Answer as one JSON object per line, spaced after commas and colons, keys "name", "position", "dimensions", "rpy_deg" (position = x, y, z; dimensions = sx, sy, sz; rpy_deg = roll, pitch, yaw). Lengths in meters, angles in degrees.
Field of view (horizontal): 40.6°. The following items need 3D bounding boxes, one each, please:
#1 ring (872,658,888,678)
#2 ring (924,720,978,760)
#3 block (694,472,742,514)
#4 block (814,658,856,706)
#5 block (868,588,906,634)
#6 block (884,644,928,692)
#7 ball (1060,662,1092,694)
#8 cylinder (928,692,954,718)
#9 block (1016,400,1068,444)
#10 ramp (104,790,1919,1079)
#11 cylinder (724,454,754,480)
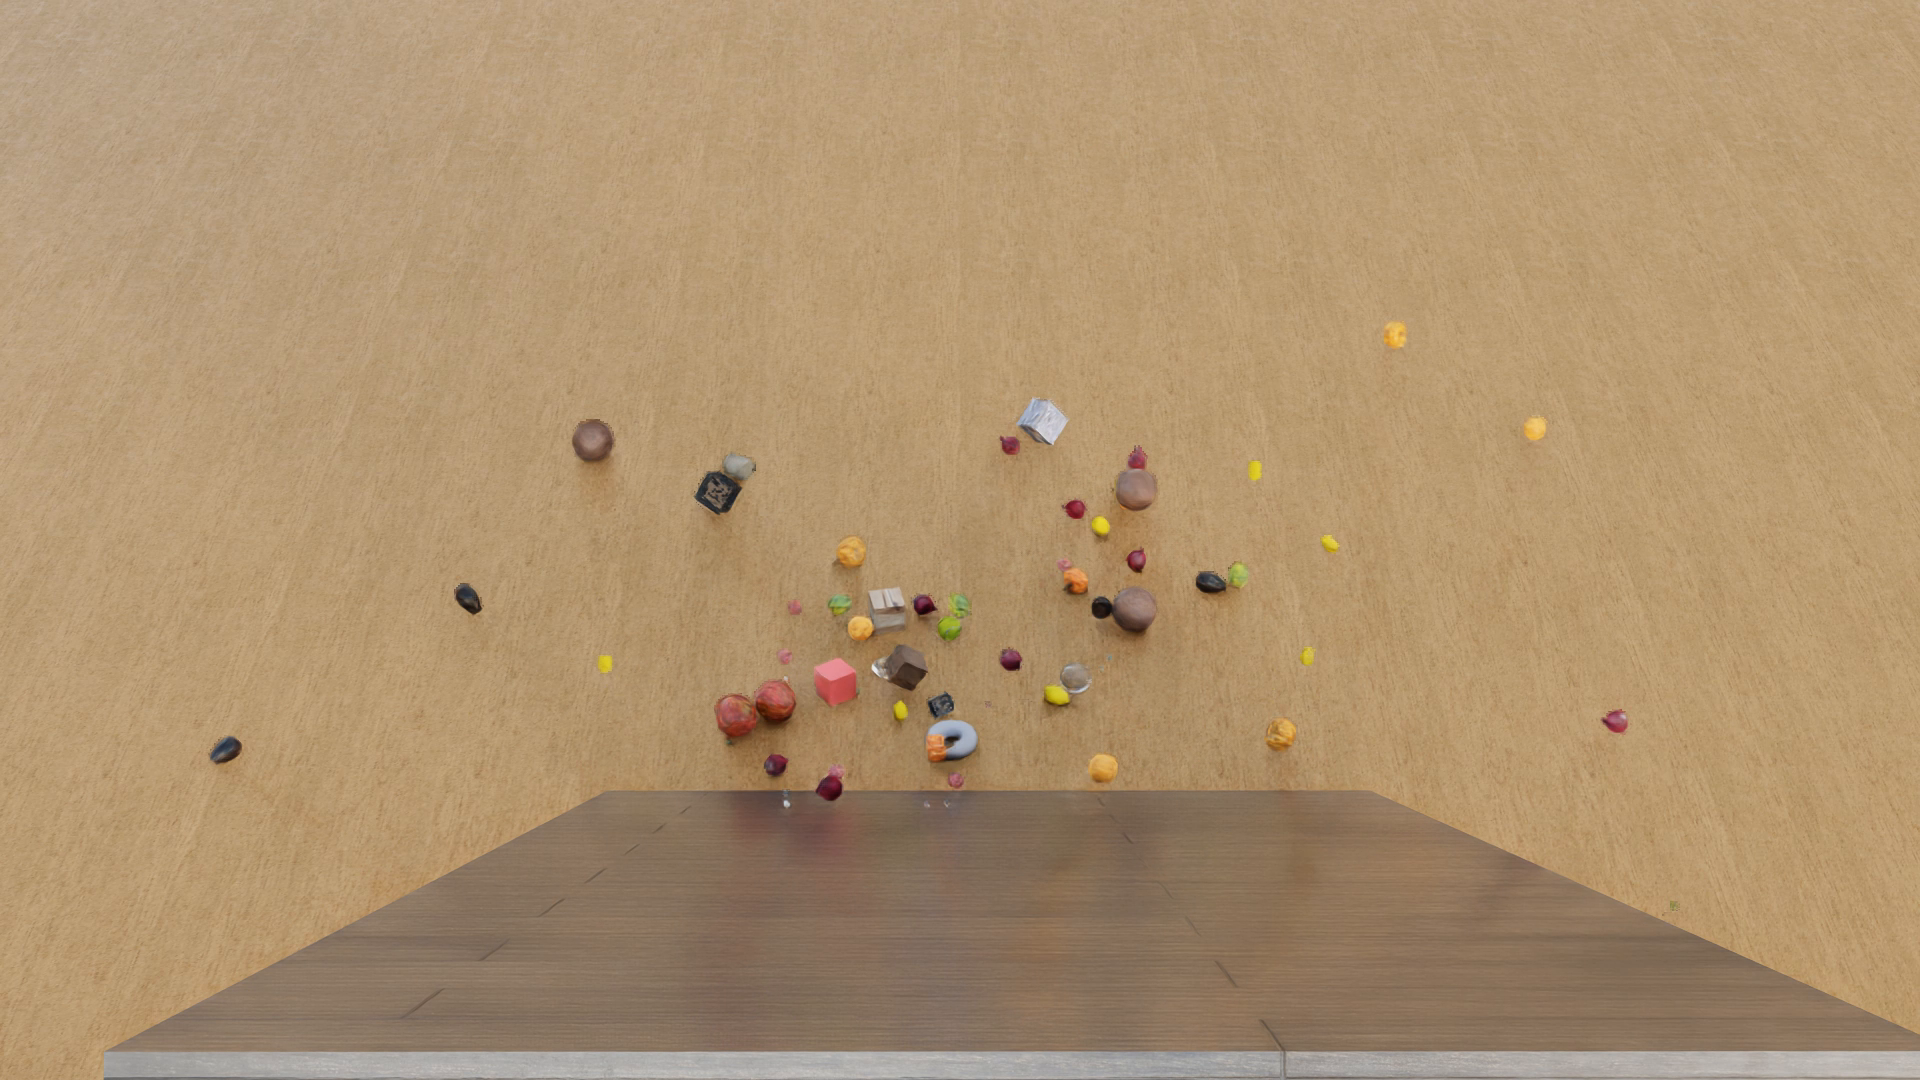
{"name": "ring", "position": [-0.209, 0.361, 7.357], "dimensions": [0.080, 0.027, 0.080], "rpy_deg": [1, 34, -1]}
{"name": "ring", "position": [-0.024, 0.544, 7.068], "dimensions": [0.146, 0.049, 0.146], "rpy_deg": [-1, 35, 1]}
{"name": "block", "position": [-0.744, -0.146, 7.980], "dimensions": [0.090, 0.090, 0.090], "rpy_deg": [34, 15, 13]}
{"name": "block", "position": [-0.348, 0.397, 7.248], "dimensions": [0.085, 0.085, 0.085], "rpy_deg": [-20, 36, -27]}
{"name": "block", "position": [-0.211, 0.206, 7.527], "dimensions": [0.091, 0.091, 0.091], "rpy_deg": [-7, 35, -10]}
{"name": "block", "position": [-0.151, 0.355, 7.235], "dimensions": [0.080, 0.080, 0.080], "rpy_deg": [25, 28, -29]}
{"name": "ball", "position": [0.324, 0.386, 7.267], "dimensions": [0.086, 0.086, 0.086], "rpy_deg": [0, 34, 0]}
{"name": "cylinder", "position": [-0.052, 0.458, 7.183], "dimensions": [0.055, 0.055, 0.055], "rpy_deg": [-21, 39, -18]}
{"name": "block", "position": [0.262, -0.374, 8.224], "dimensions": [0.098, 0.098, 0.098], "rpy_deg": [-55, 28, -11]}
{"name": "ramp", "position": [0.076, 0.654, 4.799], "dimensions": [2.000, 0.100, 4.000], "rpy_deg": [0, -1, 0]}
{"name": "cylinder", "position": [-0.699, -0.230, 8.185], "dimensions": [0.069, 0.069, 0.069], "rpy_deg": [18, 38, 24]}
